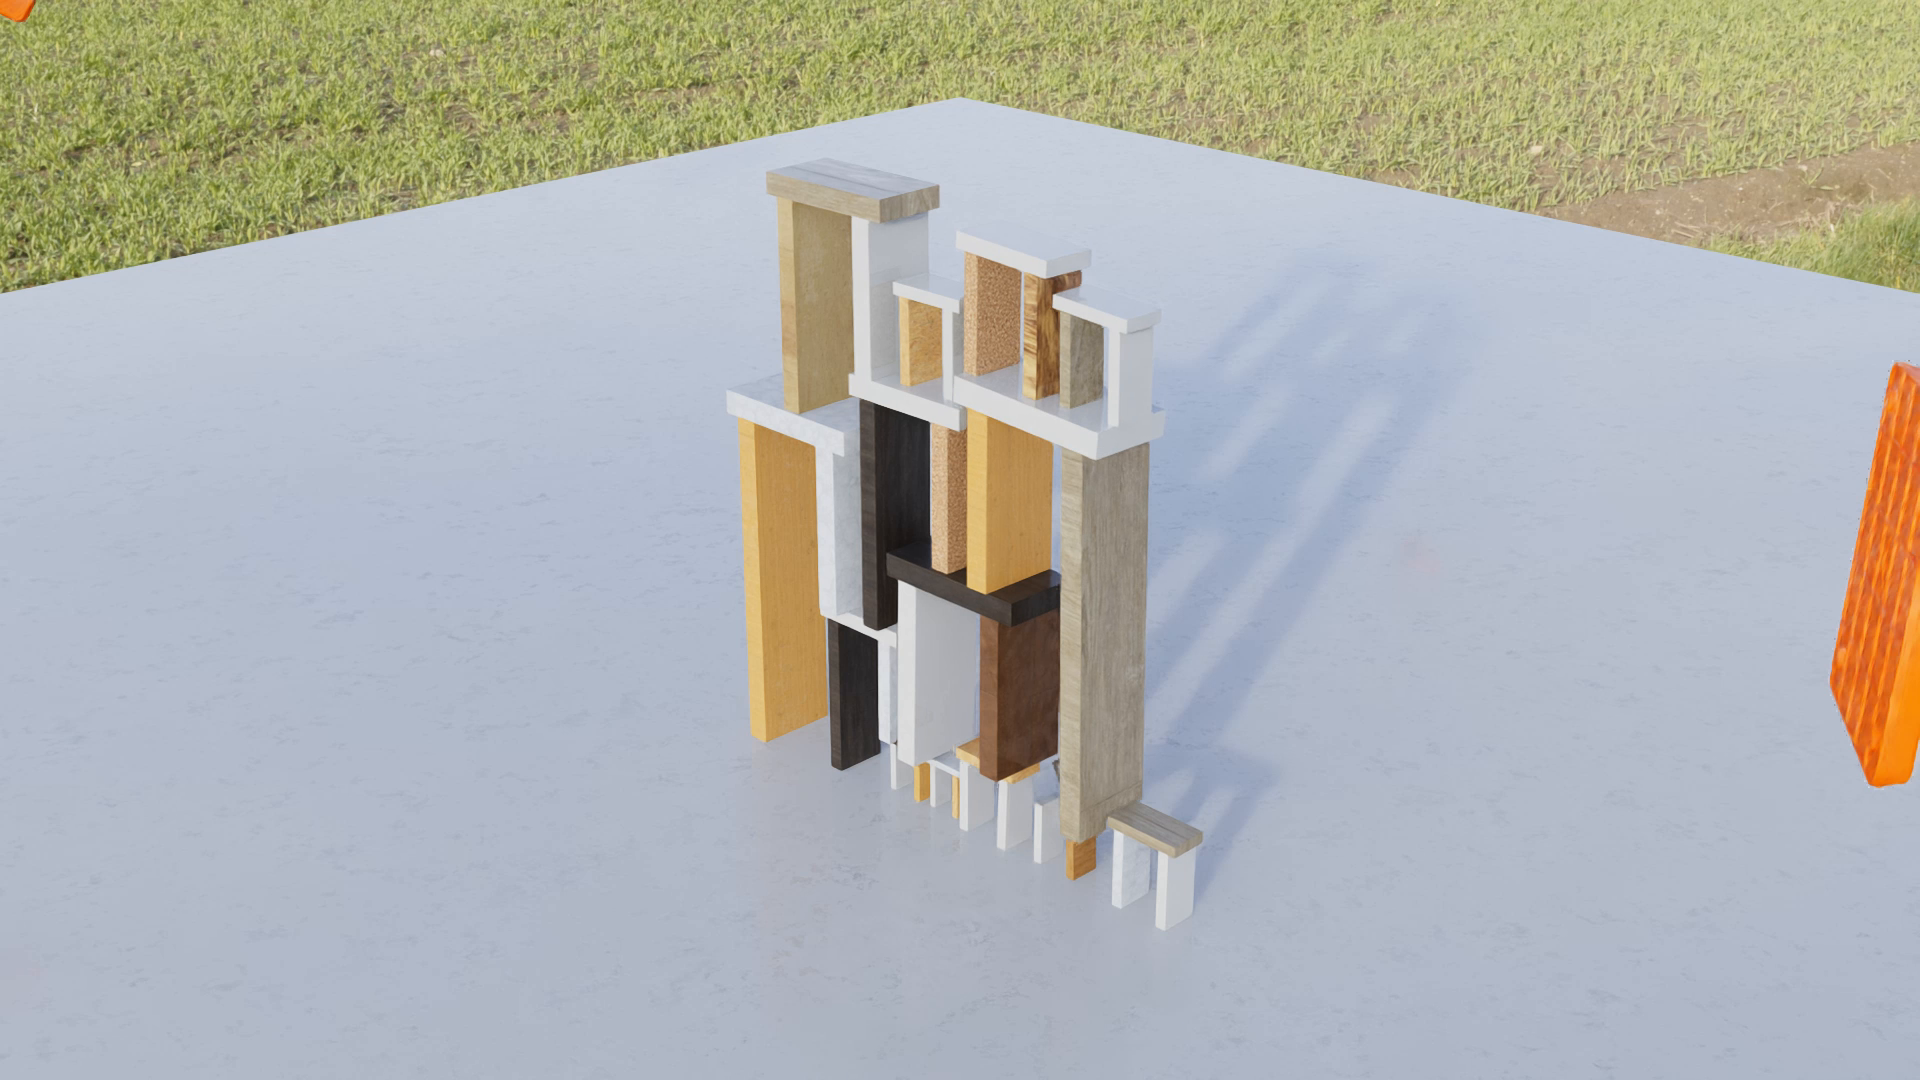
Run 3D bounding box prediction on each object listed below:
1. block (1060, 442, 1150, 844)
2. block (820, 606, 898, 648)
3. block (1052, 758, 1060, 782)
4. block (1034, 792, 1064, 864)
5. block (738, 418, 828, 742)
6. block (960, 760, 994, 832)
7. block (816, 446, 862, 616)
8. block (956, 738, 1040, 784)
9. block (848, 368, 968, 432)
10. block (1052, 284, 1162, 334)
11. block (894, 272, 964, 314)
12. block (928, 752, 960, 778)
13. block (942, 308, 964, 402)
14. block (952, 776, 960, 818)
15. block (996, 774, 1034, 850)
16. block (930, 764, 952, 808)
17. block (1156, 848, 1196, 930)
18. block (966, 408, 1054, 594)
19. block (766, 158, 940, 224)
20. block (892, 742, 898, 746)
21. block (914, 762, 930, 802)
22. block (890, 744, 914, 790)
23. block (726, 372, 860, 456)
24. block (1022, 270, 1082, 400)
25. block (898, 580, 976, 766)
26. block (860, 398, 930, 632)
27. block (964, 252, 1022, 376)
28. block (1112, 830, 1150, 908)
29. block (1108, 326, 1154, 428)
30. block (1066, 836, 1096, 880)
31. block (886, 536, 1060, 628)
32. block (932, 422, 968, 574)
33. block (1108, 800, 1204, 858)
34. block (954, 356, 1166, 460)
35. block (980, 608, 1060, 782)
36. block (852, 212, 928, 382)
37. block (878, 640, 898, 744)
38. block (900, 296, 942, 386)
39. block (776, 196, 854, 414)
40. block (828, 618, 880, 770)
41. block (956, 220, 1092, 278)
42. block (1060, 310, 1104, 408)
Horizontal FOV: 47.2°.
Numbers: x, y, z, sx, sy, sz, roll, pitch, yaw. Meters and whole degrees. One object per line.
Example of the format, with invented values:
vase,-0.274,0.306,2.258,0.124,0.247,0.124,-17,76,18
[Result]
block,0.262,0.178,4.014,0.176,0.768,0.050,-21,29,-40
block,-0.166,0.154,4.474,0.225,0.032,0.112,21,31,40
block,0.225,0.472,4.185,0.064,0.129,0.018,-20,1,-40
block,0.174,0.560,4.277,0.018,0.129,0.064,21,31,41
block,-0.372,0.068,4.664,0.177,0.732,0.050,-21,31,-41
block,0.035,0.497,4.391,0.022,0.155,0.077,21,31,41
block,-0.204,-0.040,4.436,0.050,0.355,0.177,21,31,40
block,0.075,0.431,4.320,0.077,0.022,0.155,-21,30,-40
block,-0.055,-0.279,4.168,0.296,0.042,0.148,21,31,40
block,0.252,-0.397,3.772,0.086,0.024,0.173,-21,34,-39
block,-0.033,-0.457,4.062,0.172,0.024,0.086,21,31,40
block,-0.016,0.451,4.437,0.095,0.014,0.048,21,31,41
block,0.008,-0.351,4.063,0.024,0.172,0.086,21,31,40
block,0.006,0.510,4.437,0.014,0.095,0.048,21,31,41
block,0.109,0.525,4.323,0.022,0.155,0.077,23,31,39
block,-0.039,0.492,4.478,0.014,0.095,0.048,21,31,41
block,0.399,0.633,4.061,0.023,0.161,0.081,21,31,41
block,0.093,-0.092,4.085,0.176,0.353,0.050,-21,30,-40
block,-0.205,-0.664,4.165,0.312,0.044,0.156,21,31,40
block,-0.094,0.413,4.498,0.105,0.015,0.053,21,31,40
block,-0.069,0.478,4.498,0.015,0.105,0.053,21,31,41
block,-0.119,0.459,4.544,0.015,0.105,0.053,21,31,41
block,-0.288,-0.259,4.434,0.355,0.050,0.177,22,32,40
block,0.163,-0.371,3.883,0.113,0.225,0.032,-21,31,-40
block,-0.045,0.243,4.377,0.169,0.394,0.048,-21,31,-40
block,-0.126,-0.066,4.335,0.042,0.481,0.148,21,31,40
block,0.059,-0.420,3.980,0.112,0.225,0.032,-20,30,-40
block,0.323,0.604,4.131,0.023,0.161,0.081,21,31,41
block,0.293,-0.288,3.775,0.086,0.173,0.024,-22,31,-40
block,0.233,0.583,4.222,0.064,0.129,0.018,-21,29,-40
block,0.036,0.070,4.216,0.169,0.048,0.338,-21,30,-40
block,0.014,-0.097,4.170,0.148,0.296,0.042,-21,30,-41
block,0.361,0.534,4.061,0.161,0.023,0.081,21,31,41
block,0.175,-0.241,3.931,0.176,0.050,0.353,-20,33,-40
block,0.115,0.279,4.217,0.169,0.337,0.048,-20,30,-40
block,-0.130,-0.472,4.169,0.044,0.312,0.156,21,31,40
block,-0.114,0.292,4.476,0.032,0.225,0.113,21,30,40
block,-0.073,-0.382,4.137,0.024,0.172,0.086,21,31,40
block,-0.279,-0.474,4.326,0.044,0.430,0.156,22,32,40
block,-0.220,0.307,4.596,0.032,0.345,0.113,21,31,40
block,0.111,-0.514,3.880,0.113,0.032,0.225,-20,33,-39
block,0.213,-0.325,3.849,0.086,0.173,0.024,-22,31,-40
